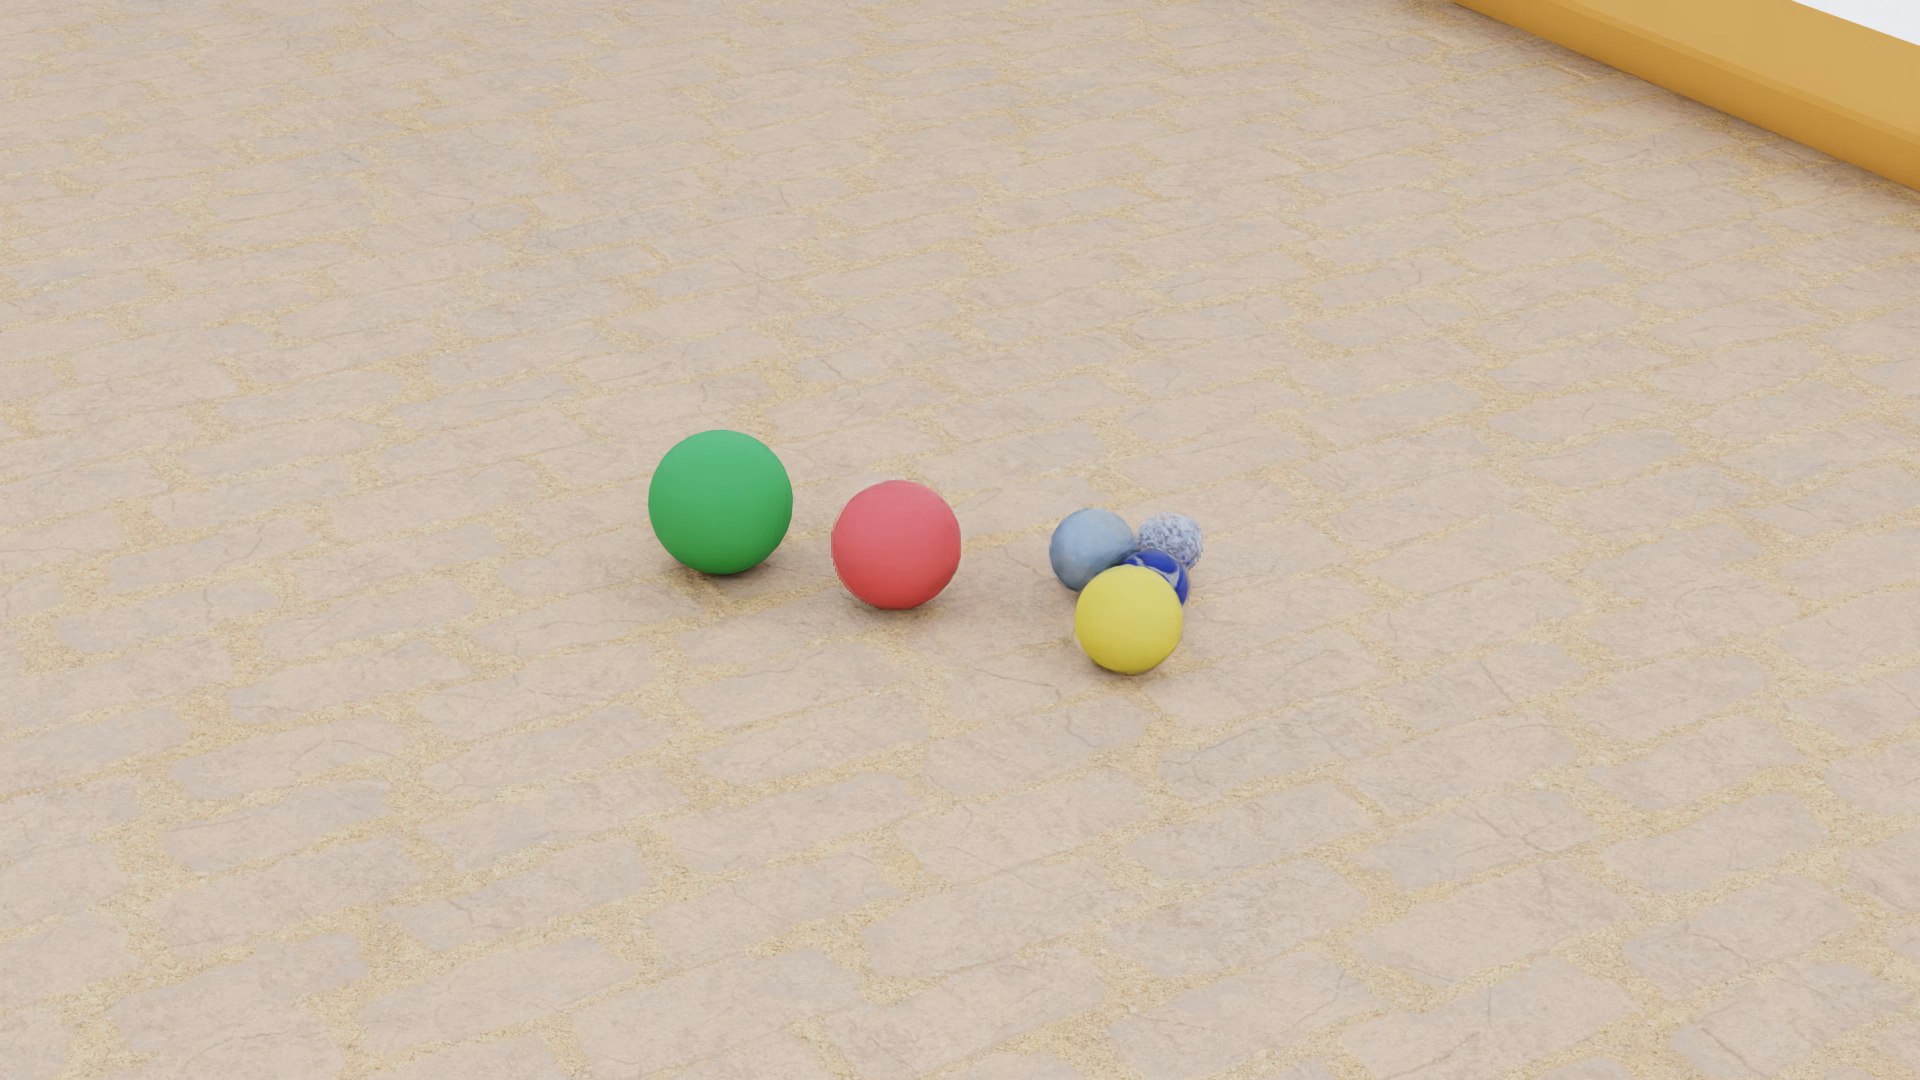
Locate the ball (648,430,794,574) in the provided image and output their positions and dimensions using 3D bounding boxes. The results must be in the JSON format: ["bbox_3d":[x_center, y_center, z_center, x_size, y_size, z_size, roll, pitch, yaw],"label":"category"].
[{"bbox_3d":[-0.161,-0.025,1.973,0.097,0.097,0.097,0,27,0],"label":"ball"}]

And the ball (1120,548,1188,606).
[{"bbox_3d":[0.125,0.030,1.917,0.049,0.049,0.049,0,27,0],"label":"ball"}]

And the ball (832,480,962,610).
[{"bbox_3d":[-0.041,0.003,1.931,0.085,0.085,0.085,0,27,0],"label":"ball"}]

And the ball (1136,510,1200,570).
[{"bbox_3d":[0.140,0.002,1.978,0.043,0.043,0.043,0,27,0],"label":"ball"}]

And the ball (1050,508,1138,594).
[{"bbox_3d":[0.088,0.008,1.951,0.058,0.058,0.058,0,27,0],"label":"ball"}]

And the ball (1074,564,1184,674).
[{"bbox_3d":[0.107,0.050,1.857,0.069,0.069,0.069,0,27,0],"label":"ball"}]

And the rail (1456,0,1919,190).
[{"bbox_3d":[0.466,-0.667,3.193,0.045,0.126,3.965,-15,30,-26],"label":"rail"}]
